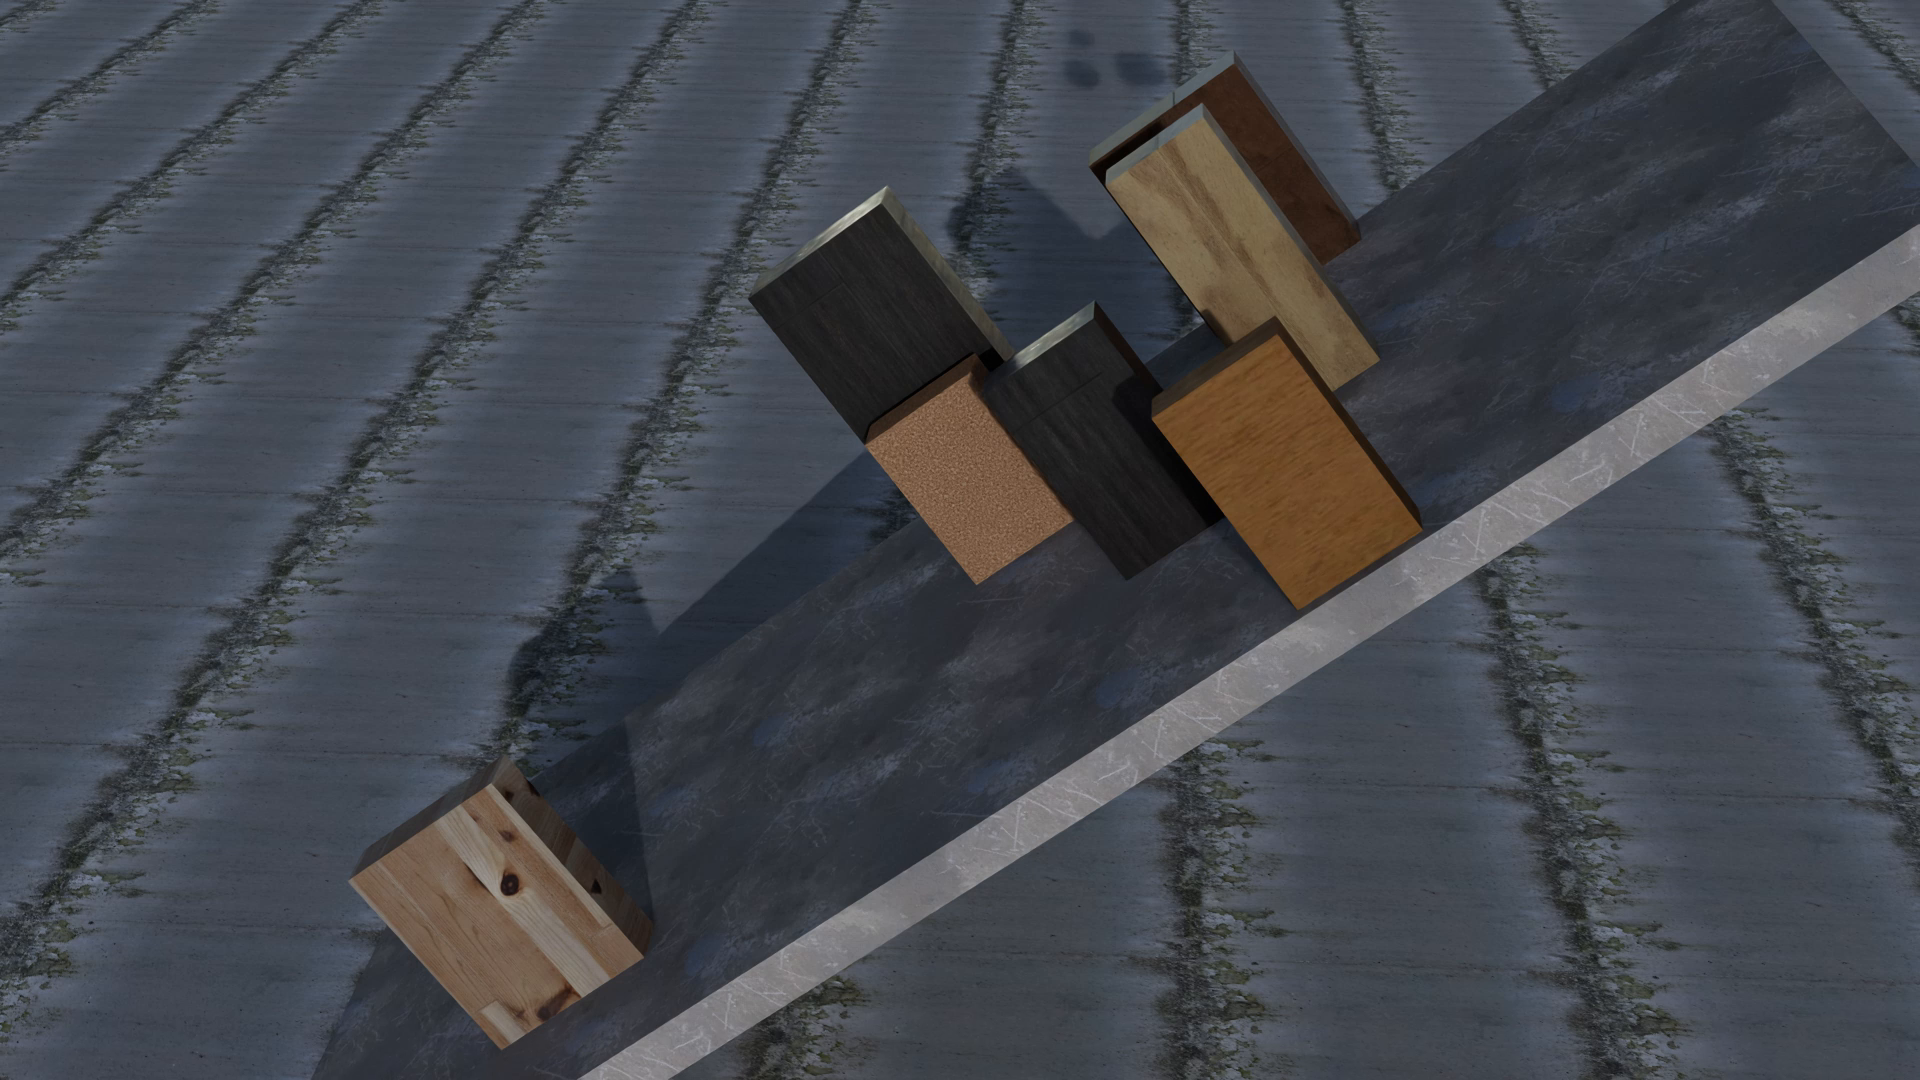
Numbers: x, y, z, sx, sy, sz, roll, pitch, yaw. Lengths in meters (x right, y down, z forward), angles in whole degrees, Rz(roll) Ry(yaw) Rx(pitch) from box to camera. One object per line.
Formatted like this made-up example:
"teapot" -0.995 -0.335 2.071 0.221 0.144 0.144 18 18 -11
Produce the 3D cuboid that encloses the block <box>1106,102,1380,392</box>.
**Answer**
"block" 0.581 -0.564 6.034 0.241 0.628 0.122 -34 16 16

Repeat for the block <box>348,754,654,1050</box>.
"block" -0.936 0.744 6.025 0.387 0.484 0.131 -34 16 16

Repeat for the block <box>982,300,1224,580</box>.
"block" 0.302 -0.197 5.886 0.272 0.489 0.118 -34 16 16

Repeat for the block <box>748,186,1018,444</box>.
"block" -0.084 -0.374 6.706 0.380 0.783 0.144 -34 16 16

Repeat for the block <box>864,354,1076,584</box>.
"block" 0.034 -0.156 6.525 0.293 0.409 0.129 -34 16 16

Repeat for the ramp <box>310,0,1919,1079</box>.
"ramp" 0.130 0.178 6.319 4.000 0.100 2.000 -34 16 16

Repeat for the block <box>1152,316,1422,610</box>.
"block" 0.575 -0.133 5.172 0.265 0.446 0.103 -34 16 16

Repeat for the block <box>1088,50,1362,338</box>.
"block" 0.617 -0.805 6.853 0.408 0.512 0.142 -34 16 16
